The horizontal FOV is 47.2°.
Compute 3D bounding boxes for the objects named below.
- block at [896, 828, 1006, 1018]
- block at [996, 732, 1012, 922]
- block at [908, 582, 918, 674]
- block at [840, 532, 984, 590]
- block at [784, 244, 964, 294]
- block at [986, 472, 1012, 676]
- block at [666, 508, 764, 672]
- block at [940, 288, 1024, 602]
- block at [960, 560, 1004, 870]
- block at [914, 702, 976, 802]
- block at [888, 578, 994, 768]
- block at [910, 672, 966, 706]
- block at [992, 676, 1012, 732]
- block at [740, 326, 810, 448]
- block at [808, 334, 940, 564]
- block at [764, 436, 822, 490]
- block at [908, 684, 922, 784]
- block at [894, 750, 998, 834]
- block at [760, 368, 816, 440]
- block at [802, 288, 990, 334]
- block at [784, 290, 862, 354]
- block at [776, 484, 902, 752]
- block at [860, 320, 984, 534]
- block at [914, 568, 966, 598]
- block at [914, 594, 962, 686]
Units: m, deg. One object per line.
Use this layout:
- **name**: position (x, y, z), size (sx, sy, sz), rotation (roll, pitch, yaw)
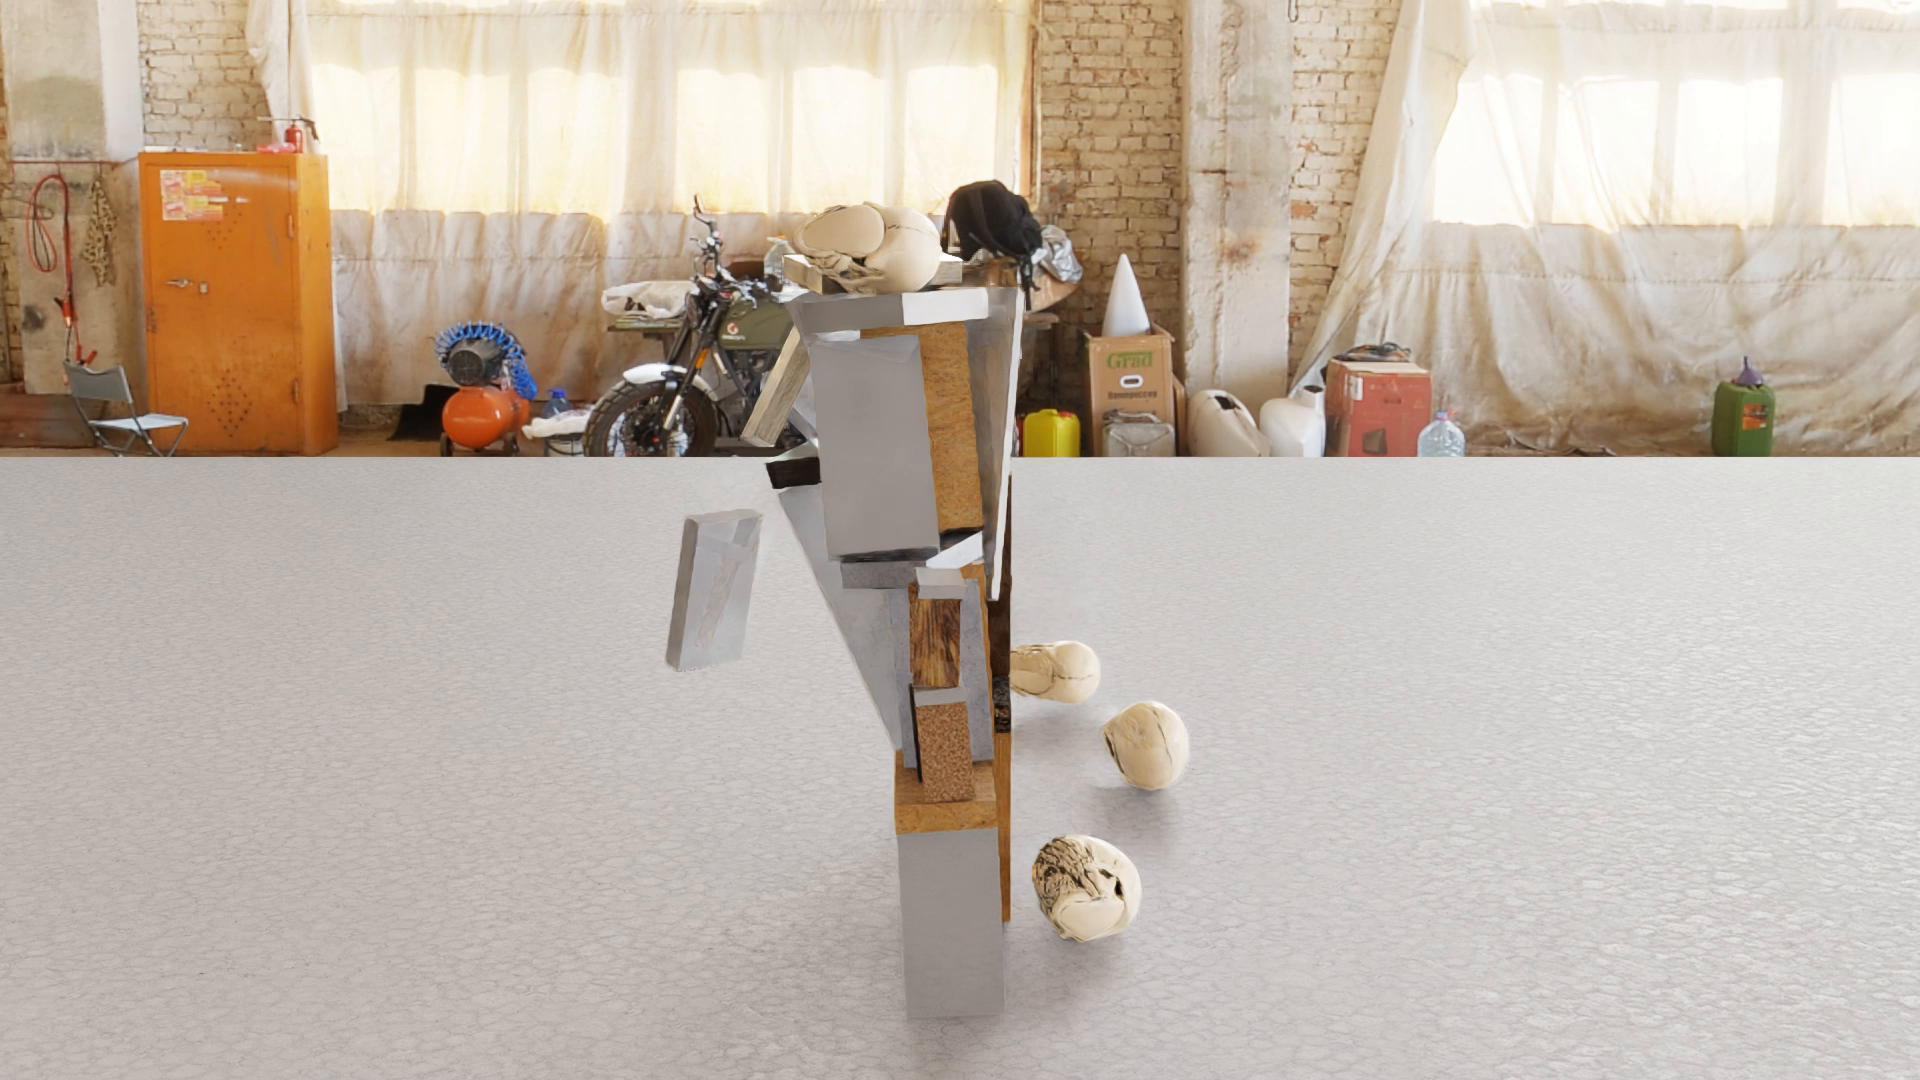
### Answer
- **block**: position (-0.012, 0.539, 3.145), size (0.143, 0.285, 0.040), rotation (-3, 11, -1)
- **block**: position (0.002, 0.452, 3.536), size (0.159, 0.318, 0.045), rotation (0, 8, 0)
- **block**: position (-0.039, 0.124, 3.116), size (0.063, 0.127, 0.018), rotation (-1, 13, -2)
- **block**: position (-0.070, 0.029, 3.338), size (0.133, 0.038, 0.266), rotation (-2, 9, 19)
- **block**: position (-0.144, -0.451, 3.658), size (0.266, 0.038, 0.133), rotation (-9, 22, -31)
- **block**: position (-0.001, 0.054, 3.634), size (0.169, 0.338, 0.048), rotation (0, 10, 0)
- **block**: position (-0.463, 0.093, 4.139), size (0.149, 0.298, 0.042), rotation (-9, 27, -42)
- **block**: position (0.014, -0.157, 3.541), size (0.133, 0.505, 0.038), rotation (2, -9, 19)
- **block**: position (-0.014, 0.277, 3.436), size (0.133, 0.486, 0.038), rotation (-3, 9, 3)
- **block**: position (-0.021, 0.292, 3.069), size (0.071, 0.141, 0.020), rotation (-6, 9, -4)
- **block**: position (-0.028, 0.195, 3.242), size (0.133, 0.266, 0.038), rotation (-5, 1, -2)
- **block**: position (-0.032, 0.204, 3.103), size (0.071, 0.020, 0.141), rotation (-6, 11, -3)
- **block**: position (0.001, 0.252, 3.615), size (0.159, 0.045, 0.318), rotation (0, 11, 0)
- **block**: position (-0.317, -0.317, 4.115), size (0.042, 0.298, 0.149), rotation (27, -6, -14)
- **block**: position (-0.128, -0.137, 3.265), size (0.164, 0.328, 0.047), rotation (-5, -15, -2)
- **block**: position (-0.148, -0.150, 3.723), size (0.338, 0.048, 0.169), rotation (-5, 17, 39)
- **block**: position (-0.032, 0.275, 3.162), size (0.071, 0.141, 0.020), rotation (-7, 9, -5)
- **block**: position (-0.023, 0.361, 3.208), size (0.143, 0.040, 0.285), rotation (-4, 11, -1)
- **block**: position (-0.182, -0.182, 4.173), size (0.149, 0.042, 0.521), rotation (-20, 47, -28)
- **block**: position (-0.094, -0.353, 3.384), size (0.164, 0.047, 0.329), rotation (-3, 6, 23)
- **block**: position (-0.179, -0.300, 3.680), size (0.038, 0.266, 0.133), rotation (-23, 5, 45)
- **block**: position (-0.136, 0.121, 3.877), size (0.169, 0.521, 0.048), rotation (-25, 5, -9)
- **block**: position (-0.060, -0.172, 3.444), size (0.164, 0.329, 0.047), rotation (-5, -9, -1)
- **block**: position (-0.028, 0.060, 3.057), size (0.063, 0.018, 0.127), rotation (1, 10, -4)
- **block**: position (-0.032, 0.138, 3.034), size (0.063, 0.127, 0.018), rotation (1, 14, 0)
